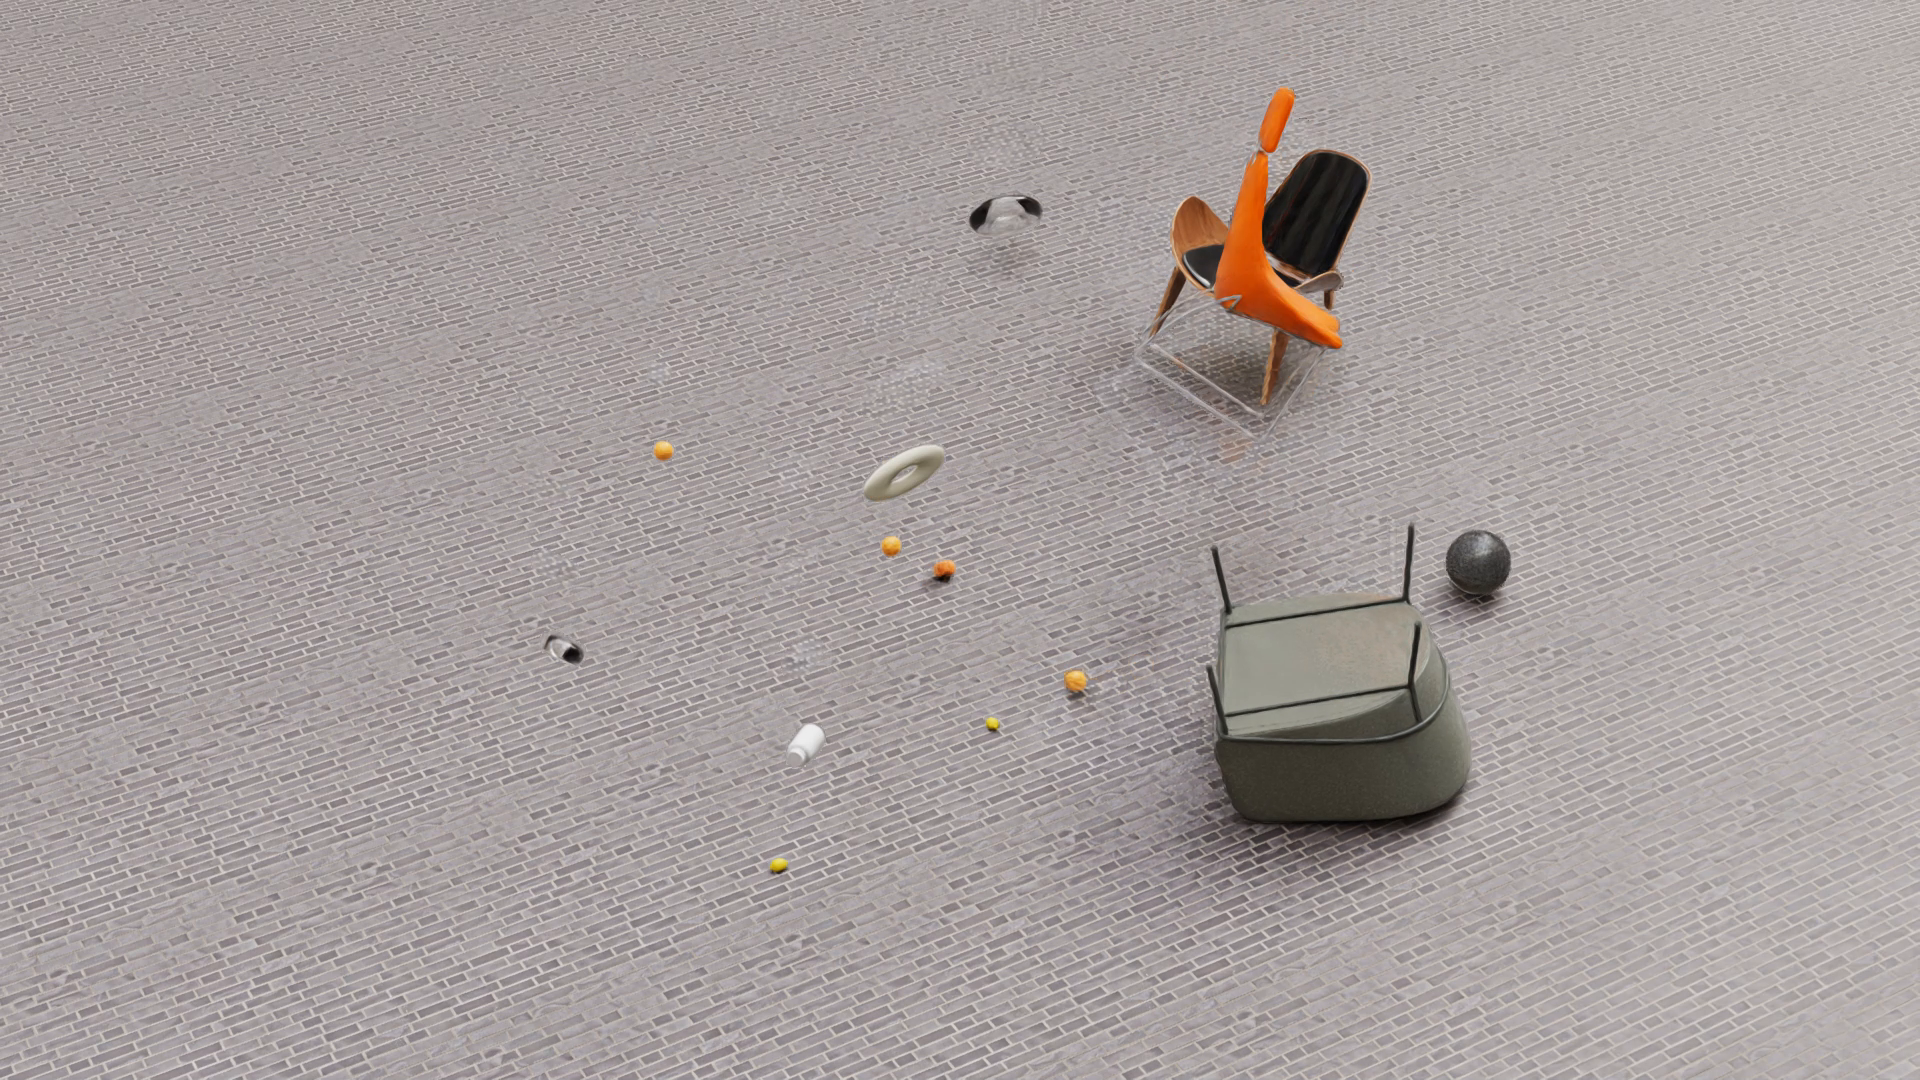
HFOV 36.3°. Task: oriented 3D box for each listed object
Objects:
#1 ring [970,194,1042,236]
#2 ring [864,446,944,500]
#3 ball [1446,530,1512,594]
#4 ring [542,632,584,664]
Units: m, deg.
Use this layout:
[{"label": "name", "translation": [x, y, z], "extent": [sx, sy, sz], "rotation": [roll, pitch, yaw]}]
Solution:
[{"label": "ring", "translation": [0.199, -1.411, 12.744], "extent": [0.328, 0.324, 0.084], "rotation": [4, 67, -41]}, {"label": "ring", "translation": [-0.190, -0.231, 10.041], "extent": [0.048, 0.168, 0.387], "rotation": [35, 43, 30]}, {"label": "ball", "translation": [1.876, 0.081, 10.608], "extent": [0.236, 0.236, 0.236], "rotation": [0, 33, 0]}, {"label": "ring", "translation": [-1.366, 0.371, 10.082], "extent": [0.146, 0.069, 0.239], "rotation": [28, -4, -23]}]
